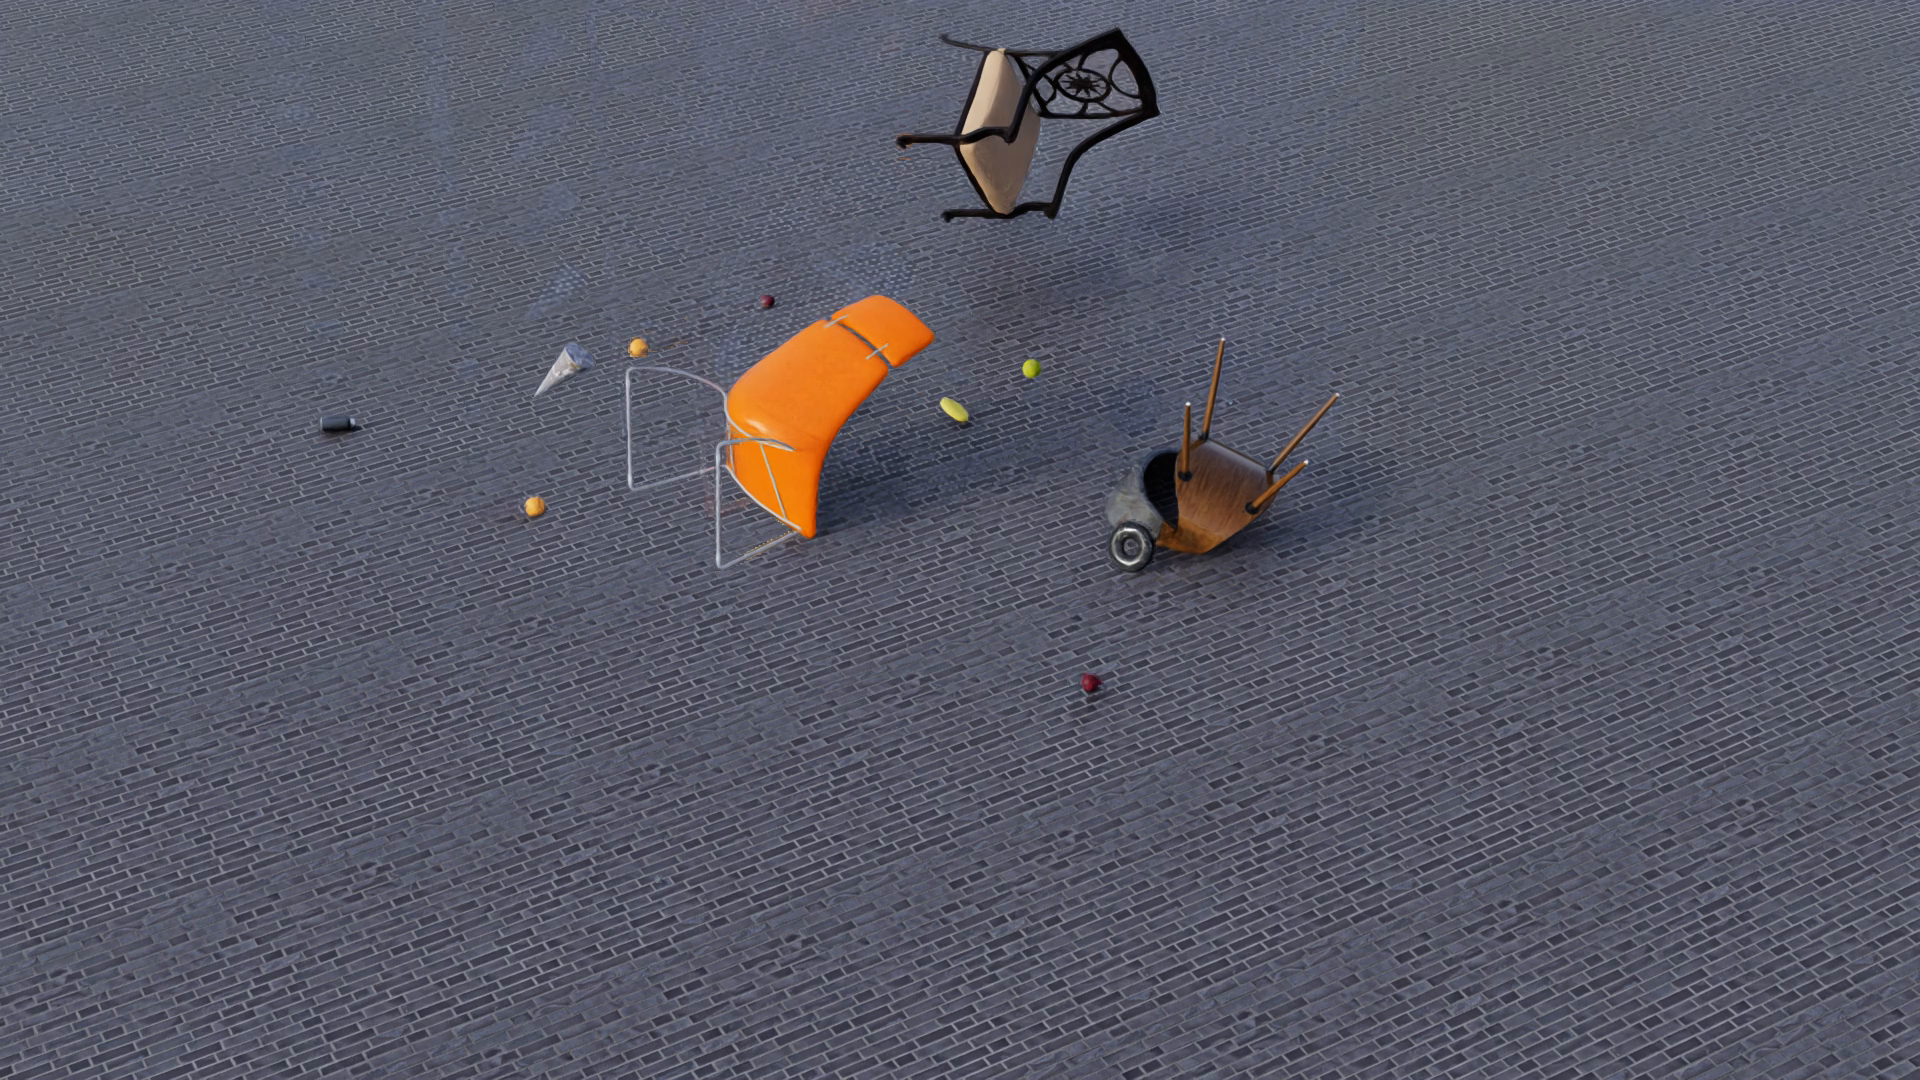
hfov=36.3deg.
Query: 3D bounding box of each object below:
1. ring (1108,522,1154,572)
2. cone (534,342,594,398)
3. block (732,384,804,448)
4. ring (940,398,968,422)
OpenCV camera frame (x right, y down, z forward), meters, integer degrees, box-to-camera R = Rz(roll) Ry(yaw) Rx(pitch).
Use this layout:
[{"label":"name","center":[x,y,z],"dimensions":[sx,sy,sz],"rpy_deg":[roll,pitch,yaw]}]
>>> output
[{"label":"ring","center":[0.627,0.025,10.750],"dimensions":[0.190,0.187,0.043],"rpy_deg":[-19,-6,31]},{"label":"cone","center":[-1.508,-0.608,10.937],"dimensions":[0.119,0.267,0.146],"rpy_deg":[58,24,17]},{"label":"block","center":[-0.753,-0.486,11.549],"dimensions":[0.238,0.146,0.148],"rpy_deg":[-19,38,-26]},{"label":"ring","center":[-0.021,-0.517,11.647],"dimensions":[0.126,0.039,0.142],"rpy_deg":[23,20,-40]}]
